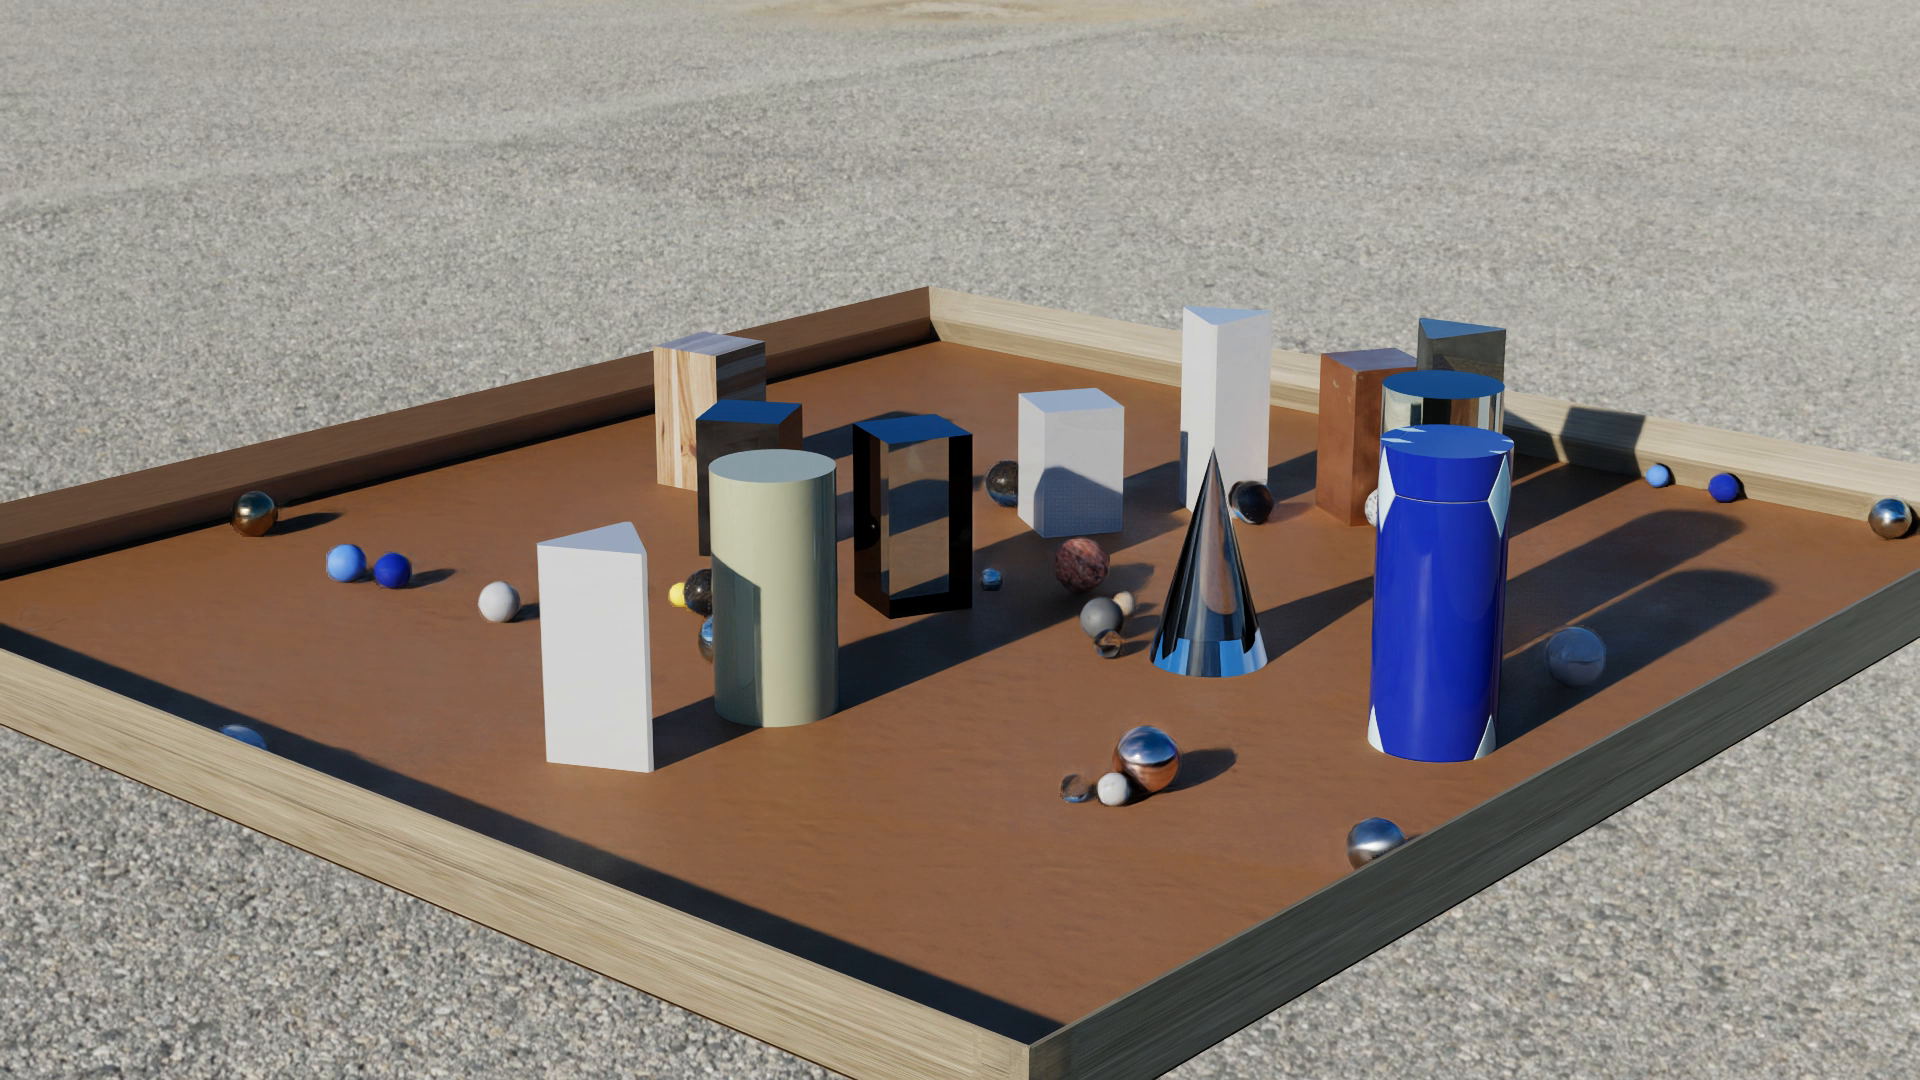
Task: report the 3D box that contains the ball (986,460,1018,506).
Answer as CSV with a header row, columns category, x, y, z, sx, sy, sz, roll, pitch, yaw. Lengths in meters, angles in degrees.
category,x,y,z,sx,sy,sz,roll,pitch,yaw
ball,0.095,-0.109,5.656,0.088,0.088,0.088,0,17,0

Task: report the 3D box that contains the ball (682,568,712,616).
category,x,y,z,sx,sy,sz,roll,pitch,yaw
ball,-0.433,0.089,5.011,0.081,0.081,0.081,0,17,0

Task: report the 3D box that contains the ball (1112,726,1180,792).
category,x,y,z,sx,sy,sz,roll,pitch,yaw
ball,0.269,0.316,4.231,0.097,0.097,0.097,0,17,0

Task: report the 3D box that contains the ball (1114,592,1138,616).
category,x,y,z,sx,sy,sz,roll,pitch,yaw
ball,0.281,0.110,5.010,0.043,0.043,0.043,0,17,0

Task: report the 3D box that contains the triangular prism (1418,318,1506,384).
category,x,y,z,sx,sy,sz,roll,pitch,yaw
triangular prism,0.880,-0.194,5.384,0.168,0.408,0.146,-9,19,-26

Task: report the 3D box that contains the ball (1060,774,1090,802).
category,x,y,z,sx,sy,sz,roll,pitch,yaw
ball,0.165,0.355,4.198,0.041,0.041,0.041,0,17,0

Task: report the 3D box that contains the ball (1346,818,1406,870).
category,x,y,z,sx,sy,sz,roll,pitch,yaw
ball,0.559,0.413,3.937,0.081,0.081,0.081,0,17,0

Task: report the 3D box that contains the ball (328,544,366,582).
category,x,y,z,sx,sy,sz,roll,pitch,yaw
ball,-1.086,0.041,5.193,0.068,0.068,0.068,0,17,0

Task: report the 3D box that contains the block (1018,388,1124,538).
category,x,y,z,sx,sy,sz,roll,pitch,yaw
block,0.208,-0.146,5.516,0.156,0.240,0.156,-5,17,-16

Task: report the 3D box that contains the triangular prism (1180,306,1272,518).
category,x,y,z,sx,sy,sz,roll,pitch,yaw
triangular prism,0.479,-0.246,5.595,0.168,0.385,0.146,-16,23,-42

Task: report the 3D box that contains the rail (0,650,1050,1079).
category,x,y,z,sx,sy,sz,roll,pitch,yaw
rail,-0.946,0.346,4.077,2.745,0.126,0.045,14,22,39

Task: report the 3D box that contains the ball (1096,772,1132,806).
category,x,y,z,sx,sy,sz,roll,pitch,yaw
ball,0.220,0.356,4.184,0.049,0.049,0.049,0,17,0

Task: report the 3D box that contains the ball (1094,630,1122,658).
category,x,y,z,sx,sy,sz,roll,pitch,yaw
ball,0.243,0.169,4.804,0.047,0.047,0.047,0,17,0

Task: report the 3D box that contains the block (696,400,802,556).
category,x,y,z,sx,sy,sz,roll,pitch,yaw
block,-0.383,-0.111,5.371,0.156,0.257,0.156,4,17,12

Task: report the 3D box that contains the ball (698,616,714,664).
category,x,y,z,sx,sy,sz,roll,pitch,yaw
ball,-0.381,0.162,4.755,0.089,0.089,0.089,0,17,0

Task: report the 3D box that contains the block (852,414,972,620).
category,x,y,z,sx,sy,sz,roll,pitch,yaw
block,-0.082,-0.042,5.052,0.156,0.309,0.156,-8,18,-24

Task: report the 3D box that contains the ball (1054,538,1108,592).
category,x,y,z,sx,sy,sz,roll,pitch,yaw
ball,0.212,0.044,5.134,0.096,0.096,0.096,0,17,0

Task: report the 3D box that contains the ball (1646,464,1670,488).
category,x,y,z,sx,sy,sz,roll,pitch,yaw
ball,1.377,-0.126,5.788,0.045,0.045,0.045,0,17,0

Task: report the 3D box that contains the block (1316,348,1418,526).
category,x,y,z,sx,sy,sz,roll,pitch,yaw
block,0.785,-0.197,5.579,0.156,0.301,0.156,-5,18,-17

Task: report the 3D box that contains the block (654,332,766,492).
category,x,y,z,sx,sy,sz,roll,pitch,yaw
block,-0.492,-0.252,5.799,0.156,0.279,0.156,11,20,33

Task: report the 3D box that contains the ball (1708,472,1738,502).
category,x,y,z,sx,sy,sz,roll,pitch,yaw
ball,1.480,-0.102,5.686,0.057,0.057,0.057,0,17,0

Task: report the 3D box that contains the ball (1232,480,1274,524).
category,x,y,z,sx,sy,sz,roll,pitch,yaw
ball,0.553,-0.072,5.547,0.081,0.081,0.081,0,17,0

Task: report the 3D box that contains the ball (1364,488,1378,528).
category,x,y,z,sx,sy,sz,roll,pitch,yaw
ball,0.801,-0.058,5.494,0.084,0.084,0.084,0,17,0

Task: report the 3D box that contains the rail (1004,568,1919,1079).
category,x,y,z,sx,sy,sz,roll,pitch,yaw
rail,1.019,0.287,4.274,0.045,0.126,2.933,14,22,39

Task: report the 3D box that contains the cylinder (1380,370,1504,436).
category,x,y,z,sx,sy,sz,roll,pitch,yaw
cylinder,0.774,-0.031,4.761,0.194,0.456,0.194,0,17,0

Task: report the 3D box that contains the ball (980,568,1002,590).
category,x,y,z,sx,sy,sz,roll,pitch,yaw
ball,0.055,0.069,5.148,0.040,0.040,0.040,0,17,0

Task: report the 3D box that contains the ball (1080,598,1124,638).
category,x,y,z,sx,sy,sz,roll,pitch,yaw
ball,0.237,0.131,4.887,0.072,0.072,0.072,0,17,0

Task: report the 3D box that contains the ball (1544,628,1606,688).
category,x,y,z,sx,sy,sz,roll,pitch,yaw
ball,0.978,0.186,4.664,0.096,0.096,0.096,0,17,0

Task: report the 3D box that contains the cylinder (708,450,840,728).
category,x,y,z,sx,sy,sz,roll,pitch,yaw
cylinder,-0.286,0.073,4.533,0.194,0.389,0.194,0,17,0

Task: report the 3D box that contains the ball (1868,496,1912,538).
category,x,y,z,sx,sy,sz,roll,pitch,yaw
ball,1.729,-0.041,5.451,0.077,0.077,0.077,0,17,0

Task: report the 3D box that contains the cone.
category,x,y,z,sx,sy,sz,roll,pitch,yaw
cone,0.407,0.021,4.756,0.194,0.359,0.194,0,17,0

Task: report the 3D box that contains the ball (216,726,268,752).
category,x,y,z,sx,sy,sz,roll,pitch,yaw
ball,-1.049,0.314,4.250,0.090,0.090,0.090,0,17,0

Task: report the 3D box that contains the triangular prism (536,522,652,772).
category,x,y,z,sx,sy,sz,roll,pitch,yaw
triangular prism,-0.515,0.154,4.356,0.168,0.336,0.146,5,17,16

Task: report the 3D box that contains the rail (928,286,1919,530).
category,x,y,z,sx,sy,sz,roll,pitch,yaw
rail,0.946,-0.283,6.163,2.745,0.126,0.045,14,22,39

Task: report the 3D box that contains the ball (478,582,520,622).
category,x,y,z,sx,sy,sz,roll,pitch,yaw
ball,-0.781,0.106,4.975,0.070,0.070,0.070,0,17,0

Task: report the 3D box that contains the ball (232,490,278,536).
category,x,y,z,sx,sy,sz,roll,pitch,yaw
ball,-1.315,-0.049,5.464,0.084,0.084,0.084,0,17,0

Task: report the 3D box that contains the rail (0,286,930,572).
category,x,y,z,sx,sy,sz,roll,pitch,yaw
rail,-1.019,-0.224,5.967,0.045,0.126,2.933,14,22,39

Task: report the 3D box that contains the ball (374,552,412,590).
category,x,y,z,sx,sy,sz,roll,pitch,yaw
ball,-0.997,0.054,5.156,0.065,0.065,0.065,0,17,0

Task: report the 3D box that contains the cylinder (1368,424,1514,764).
category,x,y,z,sx,sy,sz,roll,pitch,yaw
cylinder,0.715,0.079,4.375,0.194,0.468,0.194,0,17,0

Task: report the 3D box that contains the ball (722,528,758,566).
category,x,y,z,sx,sy,sz,roll,pitch,yaw
ball,-0.398,0.013,5.293,0.065,0.065,0.065,0,17,0

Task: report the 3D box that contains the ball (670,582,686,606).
category,x,y,z,sx,sy,sz,roll,pitch,yaw
ball,-0.480,0.094,5.061,0.043,0.043,0.043,0,17,0
